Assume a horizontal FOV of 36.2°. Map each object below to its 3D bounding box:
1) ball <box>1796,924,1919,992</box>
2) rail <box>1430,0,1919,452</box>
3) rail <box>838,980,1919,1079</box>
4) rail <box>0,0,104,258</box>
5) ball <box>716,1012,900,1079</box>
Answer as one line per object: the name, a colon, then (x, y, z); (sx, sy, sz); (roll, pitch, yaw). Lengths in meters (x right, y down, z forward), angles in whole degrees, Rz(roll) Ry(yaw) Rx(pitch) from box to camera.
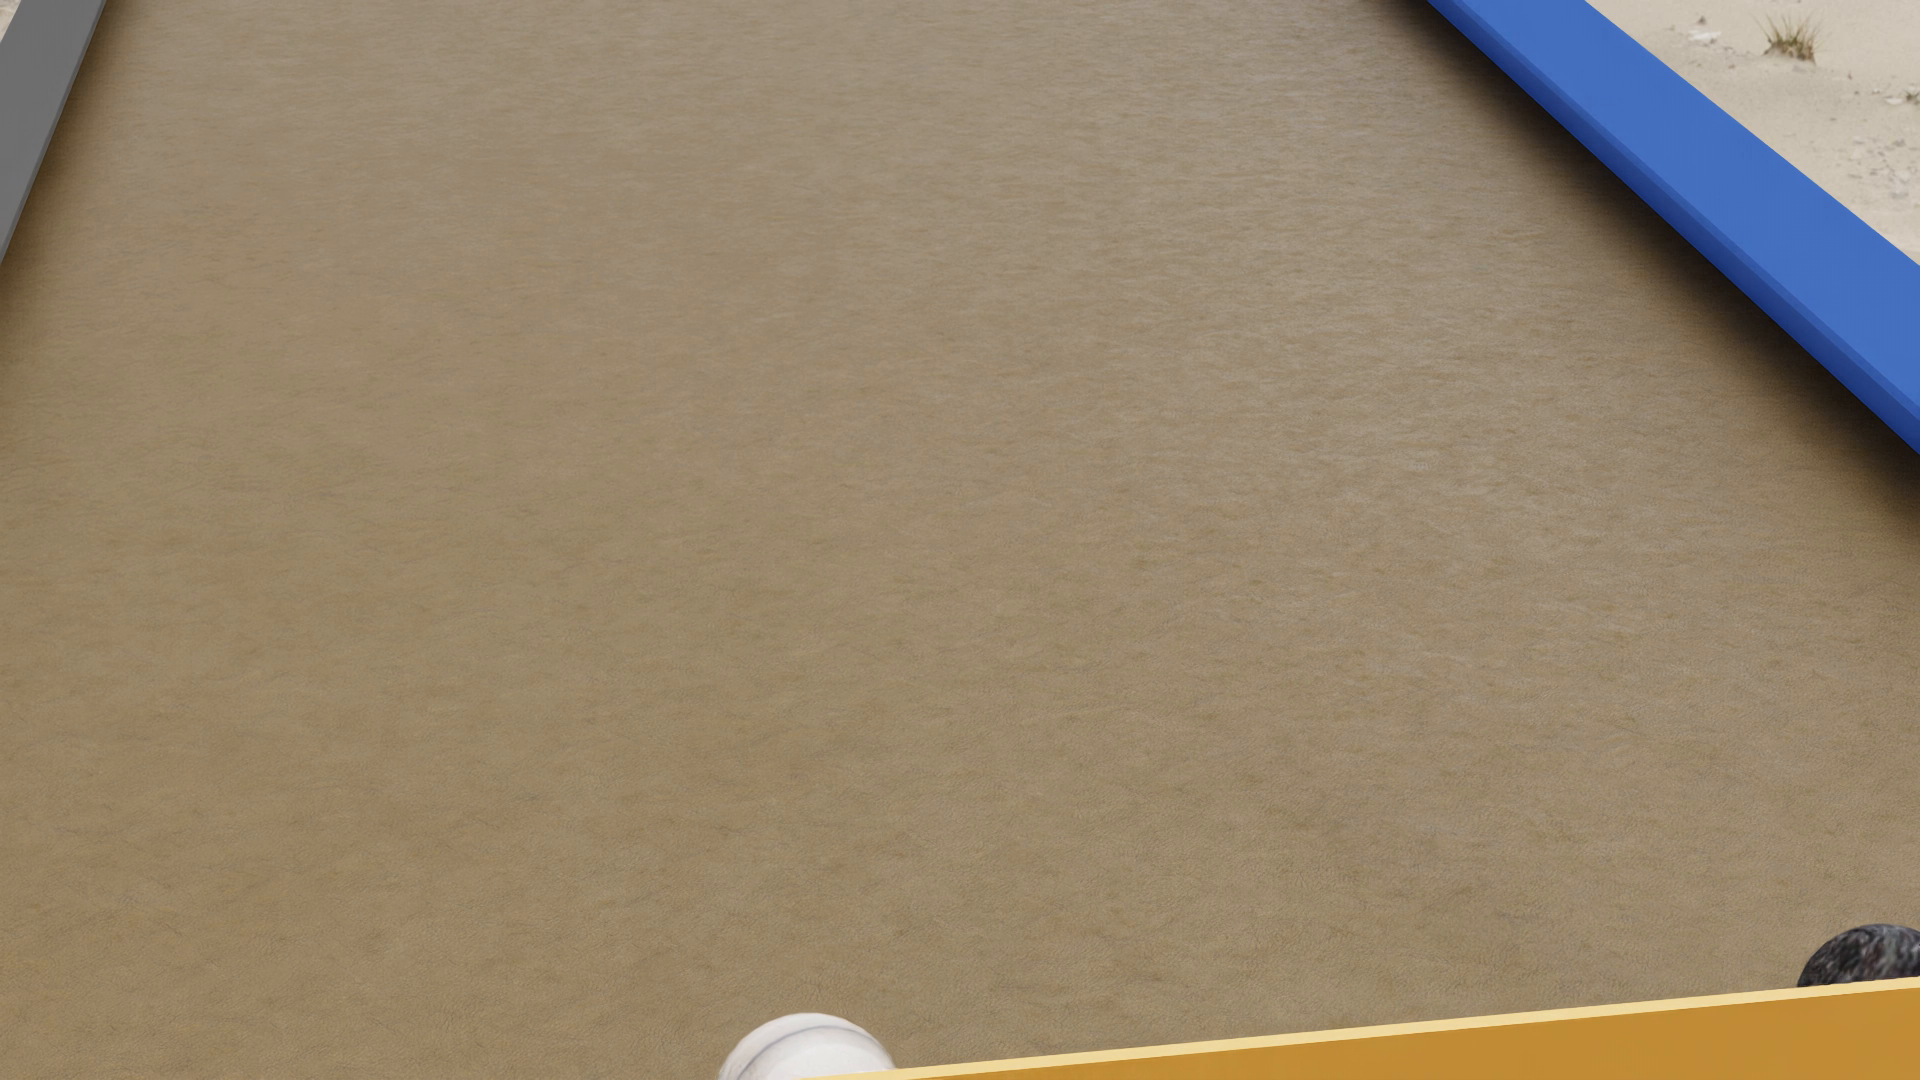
ball: (0.455, 0.233, 1.447); (0.088, 0.088, 0.088); (0, 26, 0)
rail: (0.594, -0.374, 2.647); (0.045, 0.130, 2.807); (-4, 26, -8)
rail: (0.102, 0.268, 1.325); (1.463, 0.130, 0.045); (-4, 26, -8)
rail: (-0.805, -0.281, 2.456); (0.045, 0.130, 2.807); (-4, 26, -8)
ball: (-0.070, 0.267, 1.373); (0.092, 0.092, 0.092); (0, 26, 0)
